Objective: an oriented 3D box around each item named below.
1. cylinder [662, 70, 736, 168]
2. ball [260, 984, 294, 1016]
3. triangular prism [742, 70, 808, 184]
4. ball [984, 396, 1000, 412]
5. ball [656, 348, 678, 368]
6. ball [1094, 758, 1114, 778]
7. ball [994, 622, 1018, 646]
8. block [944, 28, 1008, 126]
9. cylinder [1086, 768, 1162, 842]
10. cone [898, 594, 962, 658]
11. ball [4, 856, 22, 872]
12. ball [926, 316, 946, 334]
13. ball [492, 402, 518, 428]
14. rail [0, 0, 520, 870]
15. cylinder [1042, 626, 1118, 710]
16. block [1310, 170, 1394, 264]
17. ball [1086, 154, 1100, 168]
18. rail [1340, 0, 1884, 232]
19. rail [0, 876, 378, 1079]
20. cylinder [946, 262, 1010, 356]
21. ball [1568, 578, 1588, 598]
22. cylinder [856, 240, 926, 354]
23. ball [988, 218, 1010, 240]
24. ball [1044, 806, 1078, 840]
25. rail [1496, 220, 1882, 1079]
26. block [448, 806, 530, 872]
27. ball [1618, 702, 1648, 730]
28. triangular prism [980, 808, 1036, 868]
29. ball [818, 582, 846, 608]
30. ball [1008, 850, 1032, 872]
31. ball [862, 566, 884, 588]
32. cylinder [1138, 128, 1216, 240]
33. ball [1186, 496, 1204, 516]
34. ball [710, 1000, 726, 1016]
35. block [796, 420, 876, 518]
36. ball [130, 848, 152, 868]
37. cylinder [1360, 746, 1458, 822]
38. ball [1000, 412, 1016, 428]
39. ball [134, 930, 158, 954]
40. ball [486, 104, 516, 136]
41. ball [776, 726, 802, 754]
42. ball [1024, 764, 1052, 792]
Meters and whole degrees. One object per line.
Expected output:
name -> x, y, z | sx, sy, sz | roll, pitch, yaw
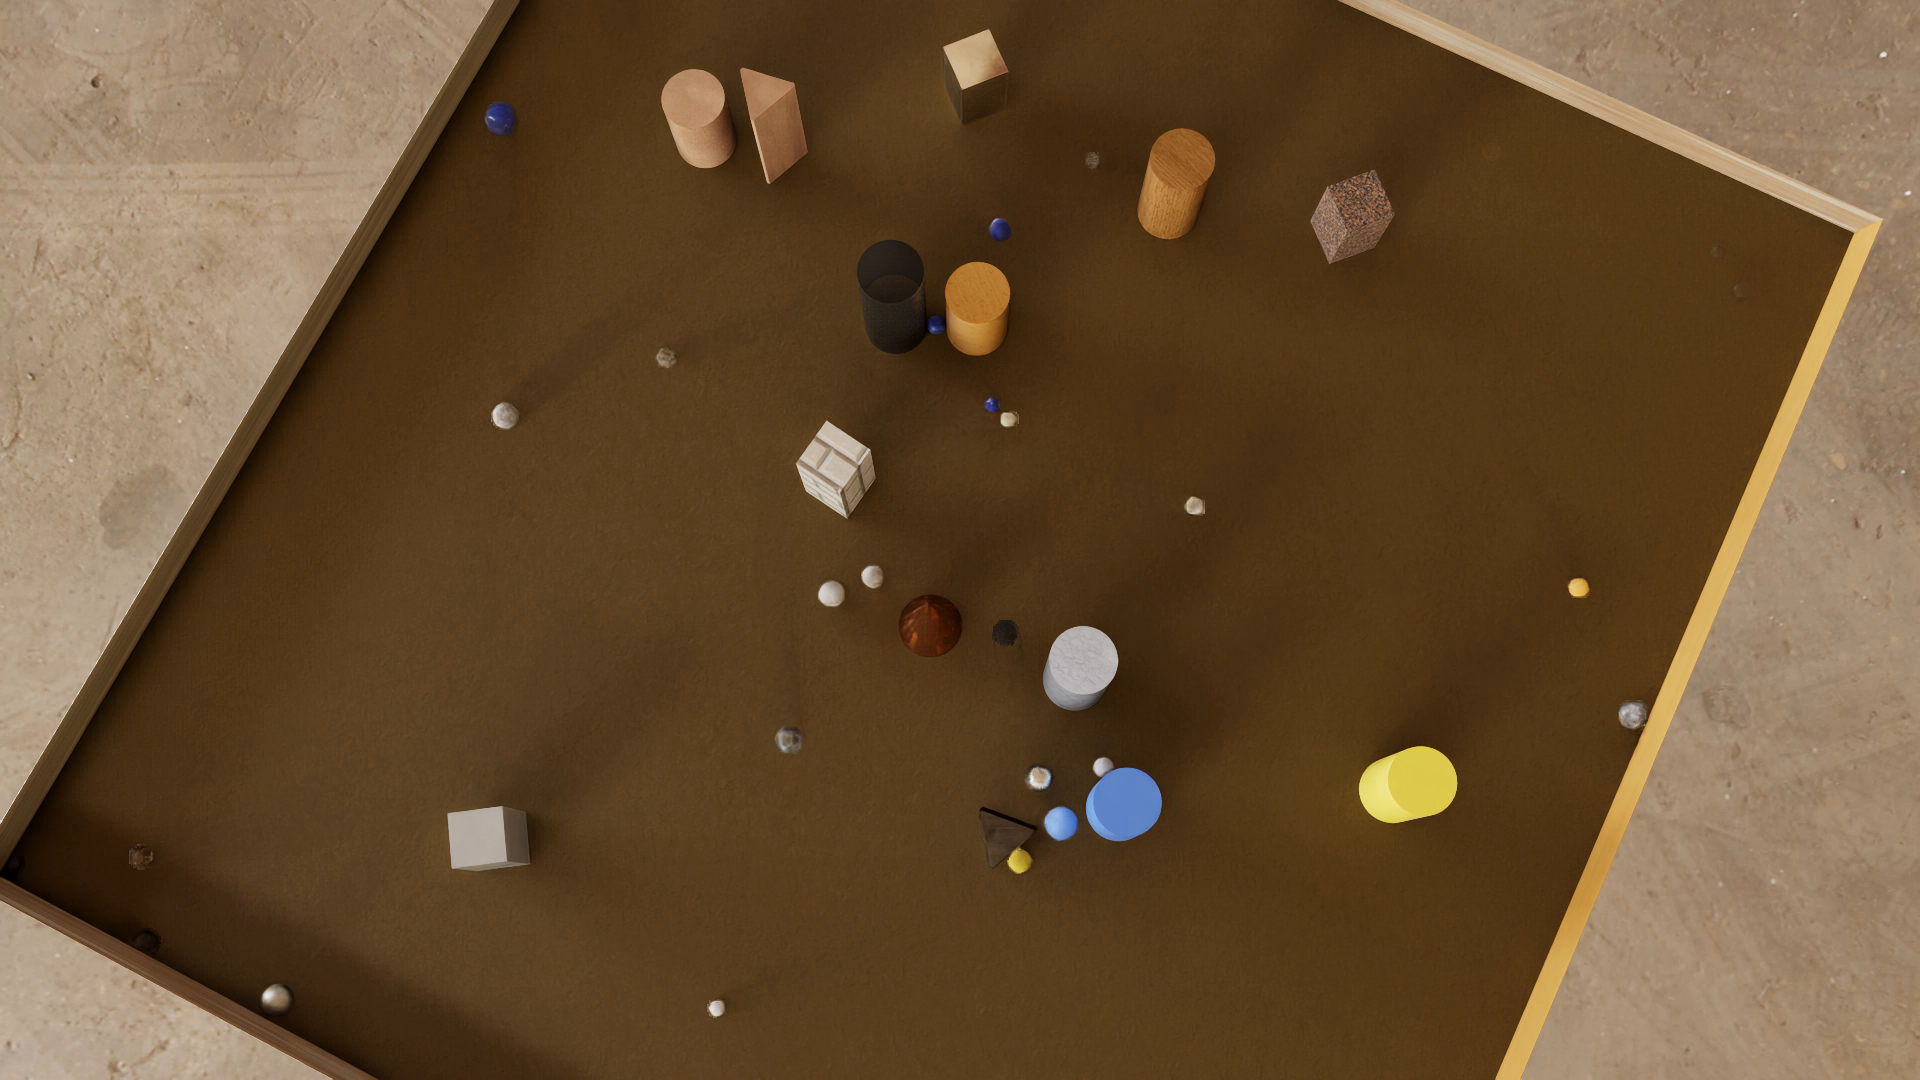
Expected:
cylinder -> -0.814, -1.315, 5.734 | 0.193, 0.303, 0.193 | 0, 78, 0
ball -> -1.975, 1.328, 5.296 | 0.089, 0.089, 0.089 | 0, 78, 0
triangular prism -> -0.598, -1.293, 5.641 | 0.168, 0.476, 0.145 | -42, 81, -8
ball -> 0.100, -0.421, 5.680 | 0.047, 0.047, 0.047 | 0, 78, 0
ball -> -0.911, -0.568, 5.702 | 0.063, 0.063, 0.063 | 0, 78, 0
ball -> 0.427, 0.676, 5.446 | 0.061, 0.061, 0.061 | 0, 78, 0
ball -> 0.137, 0.284, 5.521 | 0.072, 0.072, 0.072 | 0, 78, 0
block -> 0.049, -1.458, 5.786 | 0.155, 0.260, 0.155 | -22, 79, -5
cylinder -> 0.471, 0.768, 5.302 | 0.193, 0.305, 0.193 | 0, 78, 0
cone -> -0.090, 0.219, 5.361 | 0.193, 0.412, 0.193 | 0, 78, 0
ball -> -2.786, 0.954, 5.395 | 0.048, 0.048, 0.048 | 0, 78, 0
ball -> -0.074, -0.672, 5.725 | 0.060, 0.060, 0.060 | 0, 78, 0
ball -> -1.403, -0.384, 5.656 | 0.079, 0.079, 0.079 | 0, 78, 0
rail -> -1.870, -0.909, 5.739 | 0.045, 0.126, 4.379 | 26, 80, 5
cylinder -> 0.346, 0.378, 5.329 | 0.193, 0.409, 0.193 | 0, 78, 0
block -> 1.213, -0.999, 5.680 | 0.155, 0.281, 0.155 | -20, 79, -4
ball -> 0.423, -1.210, 5.845 | 0.044, 0.044, 0.044 | 0, 78, 0
rail -> 0.969, -1.891, 5.942 | 4.228, 0.126, 0.045 | 26, 80, 5
rail -> -0.969, 1.904, 5.157 | 4.228, 0.126, 0.045 | 26, 80, 5
cylinder -> 0.052, -0.703, 5.601 | 0.193, 0.316, 0.193 | 0, 78, 0
ball -> 1.876, 0.145, 5.557 | 0.058, 0.058, 0.058 | 0, 78, 0
cylinder -> -0.201, -0.726, 5.521 | 0.193, 0.481, 0.193 | 0, 78, 0
ball -> 0.125, -0.982, 5.786 | 0.067, 0.067, 0.067 | 0, 78, 0
ball -> 0.297, 0.834, 5.395 | 0.097, 0.097, 0.097 | 0, 78, 0
rail -> 1.870, 0.922, 5.361 | 0.045, 0.126, 4.379 | 26, 80, 5
block -> -1.358, 0.864, 5.292 | 0.155, 0.285, 0.155 | -7, 78, -2
ball -> 2.008, 0.523, 5.465 | 0.084, 0.084, 0.084 | 0, 78, 0
triangular prism -> 0.106, 0.837, 5.291 | 0.168, 0.298, 0.145 | -39, 81, -7
ball -> -0.387, 0.164, 5.542 | 0.079, 0.079, 0.079 | 0, 78, 0
ball -> 0.177, 0.943, 5.387 | 0.068, 0.068, 0.068 | 0, 78, 0
ball -> -0.264, 0.112, 5.559 | 0.067, 0.067, 0.067 | 0, 78, 0
cylinder -> 0.661, -1.090, 5.636 | 0.193, 0.403, 0.193 | 0, 78, 0
ball -> 0.718, -0.104, 5.610 | 0.056, 0.056, 0.056 | 0, 78, 0
ball -> -0.703, 1.357, 5.312 | 0.046, 0.046, 0.046 | 0, 78, 0
block -> -0.367, -0.206, 5.480 | 0.155, 0.351, 0.155 | 34, 80, 7
ball -> -2.410, 0.934, 5.393 | 0.060, 0.060, 0.060 | 0, 78, 0
cylinder -> 1.286, 0.708, 5.279 | 0.193, 0.373, 0.193 | 0, 78, 0
ball -> 0.149, -0.372, 5.668 | 0.050, 0.050, 0.050 | 0, 78, 0
ball -> -2.372, 1.173, 5.339 | 0.068, 0.068, 0.068 | 0, 78, 0
ball -> -1.465, -1.340, 5.845 | 0.096, 0.096, 0.096 | 0, 78, 0
ball -> -0.509, 0.593, 5.452 | 0.081, 0.081, 0.081 | 0, 78, 0
ball -> 0.233, 0.706, 5.428 | 0.082, 0.082, 0.082 | 0, 78, 0
